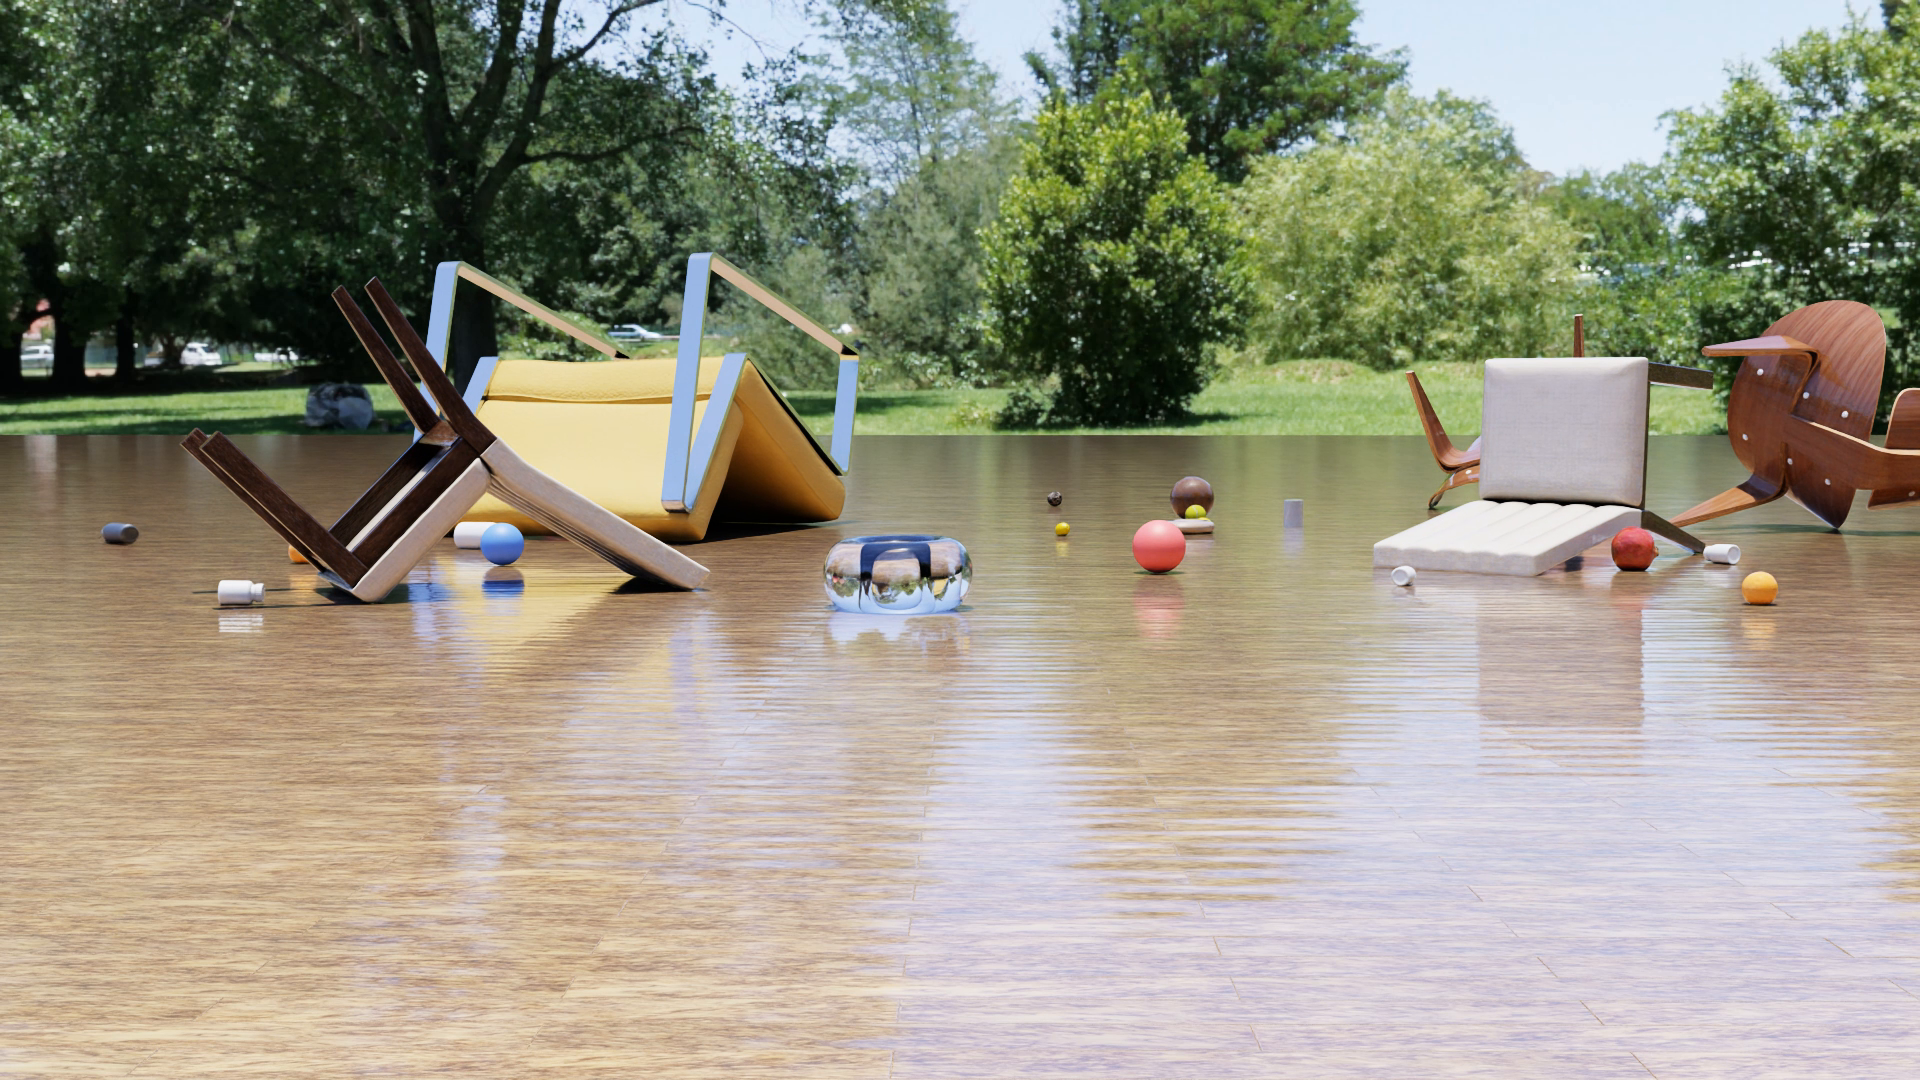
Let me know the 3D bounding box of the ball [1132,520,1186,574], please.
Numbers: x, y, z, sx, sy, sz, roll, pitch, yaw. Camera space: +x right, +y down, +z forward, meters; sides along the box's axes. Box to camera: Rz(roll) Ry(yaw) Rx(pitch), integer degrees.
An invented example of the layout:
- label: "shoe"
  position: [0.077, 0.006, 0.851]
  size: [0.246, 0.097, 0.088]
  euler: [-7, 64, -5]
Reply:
- label: "ball"
  position: [0.486, 0.016, 5.366]
  size: [0.130, 0.130, 0.130]
  euler: [0, 4, 0]

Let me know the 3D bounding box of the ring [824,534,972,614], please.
- label: "ring"
  position: [-0.127, 0.069, 4.504]
  size: [0.314, 0.145, 0.280]
  euler: [1, 5, 24]

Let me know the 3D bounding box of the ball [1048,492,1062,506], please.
- label: "ball"
  position: [0.363, -0.158, 8.428]
  size: [0.057, 0.057, 0.057]
  euler: [0, 4, 0]

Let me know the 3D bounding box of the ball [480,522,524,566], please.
- label: "ball"
  position: [-1.165, 0.010, 5.599]
  size: [0.109, 0.109, 0.109]
  euler: [0, 4, 0]

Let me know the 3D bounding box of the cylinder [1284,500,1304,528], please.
- label: "cylinder"
  position: [1.086, -0.086, 7.163]
  size: [0.059, 0.088, 0.101]
  euler: [2, 4, 25]

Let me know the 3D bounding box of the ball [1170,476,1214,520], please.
- label: "ball"
  position: [0.790, -0.141, 7.488]
  size: [0.152, 0.152, 0.152]
  euler: [0, 4, 0]

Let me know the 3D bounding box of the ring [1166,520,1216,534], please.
- label: "ring"
  position: [0.712, -0.042, 6.864]
  size: [0.159, 0.040, 0.212]
  euler: [3, 4, 29]
